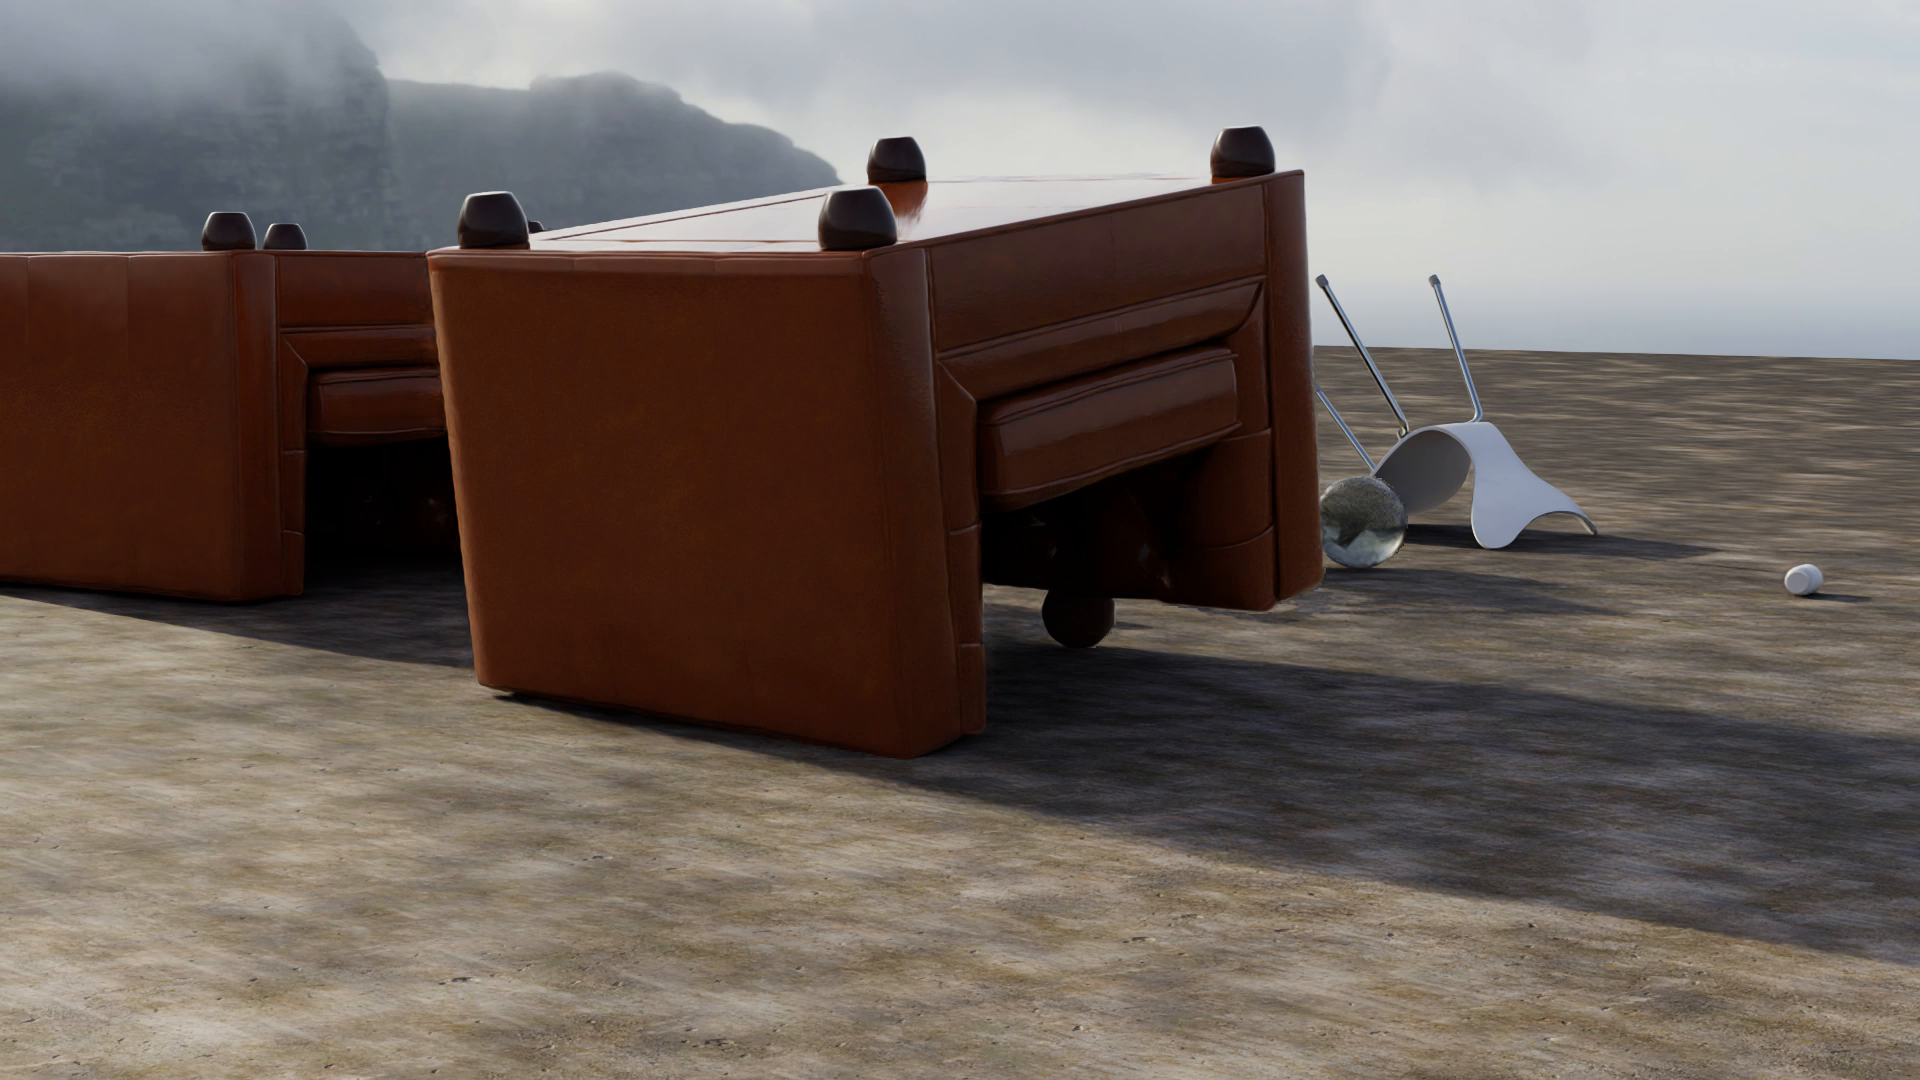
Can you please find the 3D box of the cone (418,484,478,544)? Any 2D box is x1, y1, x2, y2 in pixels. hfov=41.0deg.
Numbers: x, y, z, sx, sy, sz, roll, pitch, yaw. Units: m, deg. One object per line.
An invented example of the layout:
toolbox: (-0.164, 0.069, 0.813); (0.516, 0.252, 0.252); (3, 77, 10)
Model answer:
cone: (-1.231, -0.029, 6.338); (0.156, 0.187, 0.136); (-41, 63, -16)

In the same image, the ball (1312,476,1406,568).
ball: (0.899, -0.039, 5.774); (0.209, 0.209, 0.209); (0, 6, 0)

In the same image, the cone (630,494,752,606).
cone: (-0.586, 0.064, 5.260); (0.256, 0.234, 0.263); (28, -27, -11)

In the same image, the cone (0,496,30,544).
cone: (-2.416, -0.028, 6.390); (0.146, 0.110, 0.156); (40, -41, -23)
